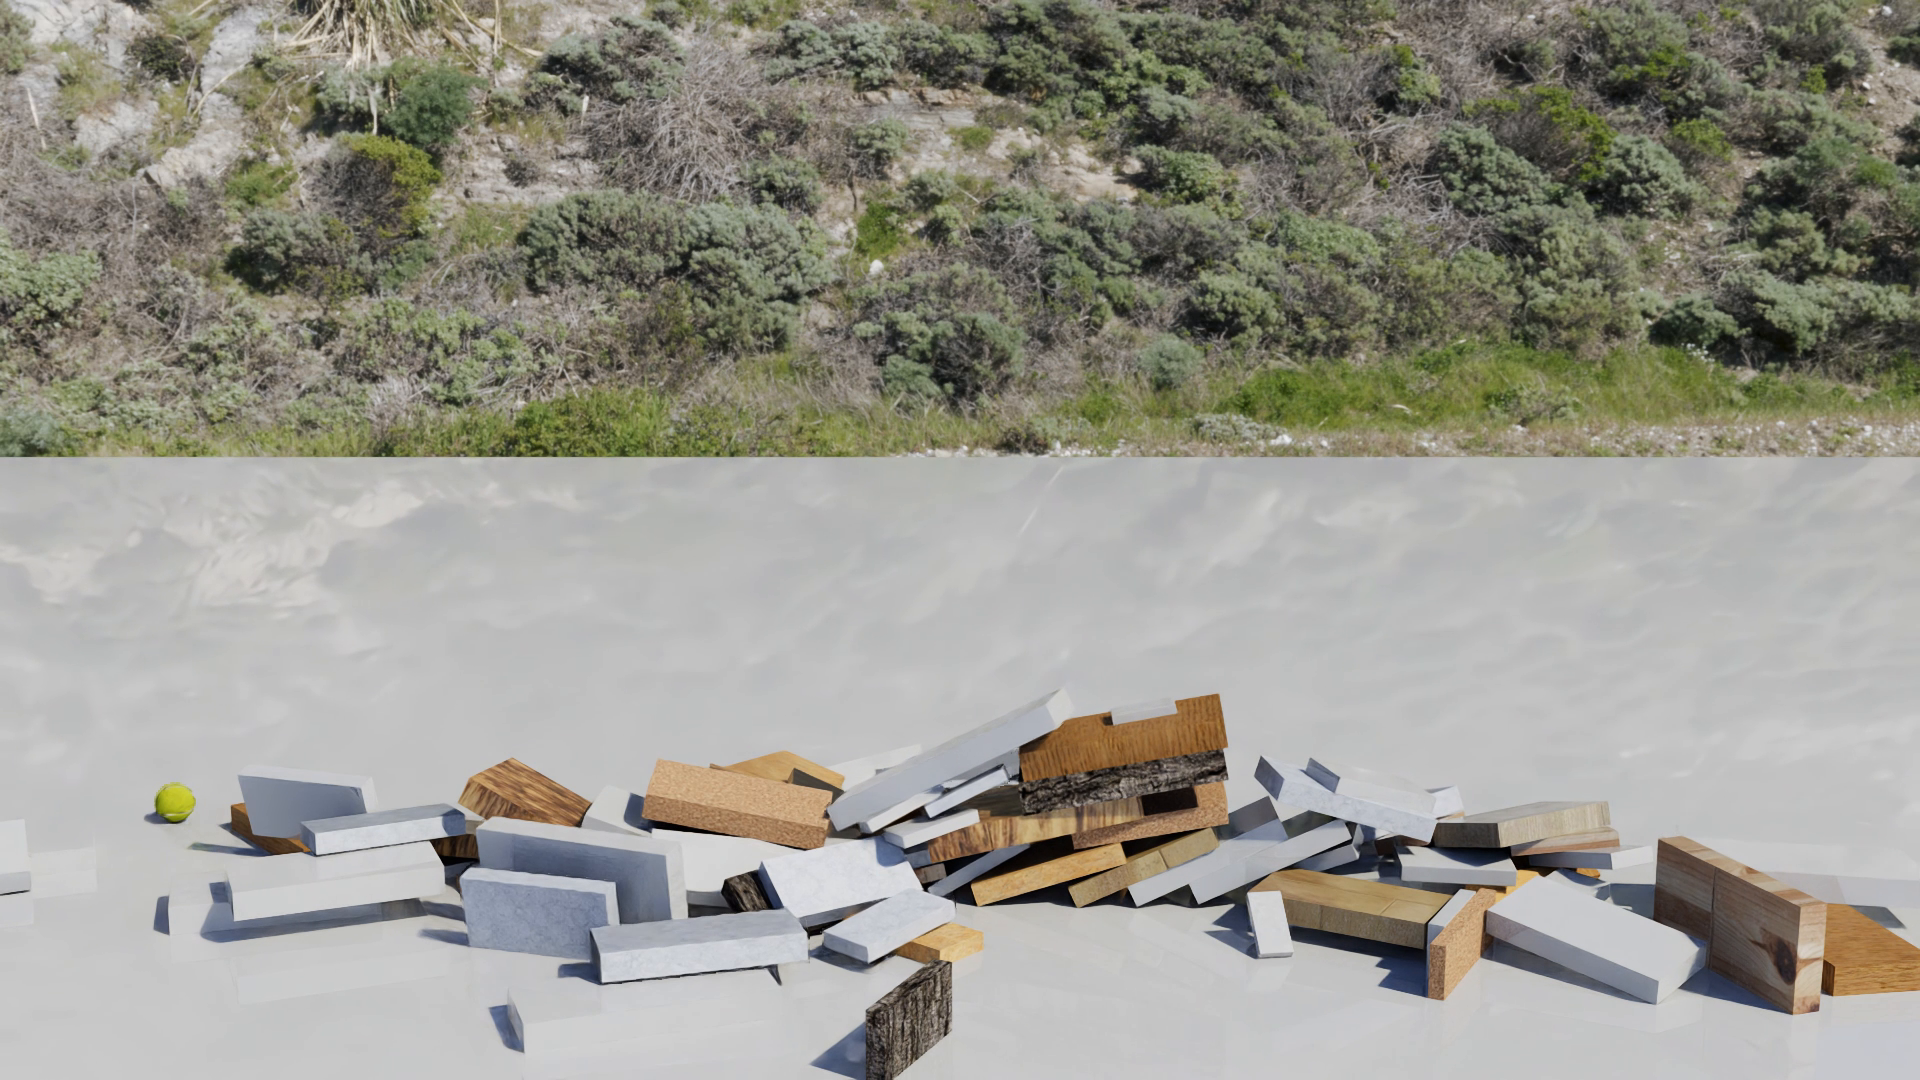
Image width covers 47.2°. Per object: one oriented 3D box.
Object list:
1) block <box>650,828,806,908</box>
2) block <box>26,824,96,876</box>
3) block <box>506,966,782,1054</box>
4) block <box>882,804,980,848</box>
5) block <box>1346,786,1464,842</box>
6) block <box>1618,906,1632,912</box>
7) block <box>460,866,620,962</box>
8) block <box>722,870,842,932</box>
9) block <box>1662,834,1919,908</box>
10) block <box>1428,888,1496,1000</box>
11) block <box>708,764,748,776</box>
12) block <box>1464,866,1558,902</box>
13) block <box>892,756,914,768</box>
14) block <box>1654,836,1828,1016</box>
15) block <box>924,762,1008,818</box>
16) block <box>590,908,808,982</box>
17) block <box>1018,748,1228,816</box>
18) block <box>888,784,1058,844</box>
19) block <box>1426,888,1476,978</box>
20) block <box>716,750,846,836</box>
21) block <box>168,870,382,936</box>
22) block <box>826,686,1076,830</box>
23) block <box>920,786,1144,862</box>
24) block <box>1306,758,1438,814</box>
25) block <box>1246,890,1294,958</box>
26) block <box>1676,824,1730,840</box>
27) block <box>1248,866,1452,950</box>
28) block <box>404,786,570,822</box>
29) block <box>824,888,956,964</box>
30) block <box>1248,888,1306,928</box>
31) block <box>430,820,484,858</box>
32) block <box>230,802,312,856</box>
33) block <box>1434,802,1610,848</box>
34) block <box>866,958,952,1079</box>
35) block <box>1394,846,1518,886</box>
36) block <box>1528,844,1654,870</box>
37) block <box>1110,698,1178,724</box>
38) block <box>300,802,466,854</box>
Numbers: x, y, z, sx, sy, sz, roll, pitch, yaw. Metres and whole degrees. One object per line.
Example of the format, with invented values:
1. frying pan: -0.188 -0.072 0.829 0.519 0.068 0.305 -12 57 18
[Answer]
1. block: -0.341 0.538 3.548 0.318 0.033 0.118 8 41 -15
2. block: -1.751 0.553 3.760 0.505 0.040 0.141 -4 11 -21
3. block: -0.454 0.663 3.160 0.368 0.042 0.150 -4 11 -20
4. block: -0.047 0.461 3.553 0.140 0.020 0.070 -16 11 -27
5. block: 0.710 0.491 3.813 0.288 0.041 0.144 -15 -5 -18
6. block: 1.011 0.616 3.460 0.091 0.026 0.182 3 11 15
7. block: -0.645 0.578 3.387 0.246 0.123 0.035 3 22 16
8. block: -0.248 0.564 3.505 0.236 0.033 0.118 -12 49 -33
9. block: 1.354 0.537 3.563 0.390 0.046 0.163 3 10 2
10. block: 0.762 0.610 3.332 0.024 0.084 0.275 6 12 28
11. block: -0.348 0.441 3.813 0.192 0.027 0.096 19 7 -7
12. block: 0.923 0.577 3.575 0.182 0.026 0.091 -5 35 -24
13. block: -0.023 0.460 4.287 0.205 0.029 0.103 5 12 27
14. block: 1.166 0.574 3.308 0.046 0.163 0.327 -4 11 -19
15. block: 0.011 0.405 3.558 0.139 0.020 0.070 -27 0 3
16. block: -0.390 0.601 3.268 0.301 0.043 0.151 -3 5 -15
17. block: 0.265 0.376 3.604 0.334 0.047 0.167 -11 10 4
18. block: 0.118 0.495 3.802 0.486 0.139 0.039 -2 11 -11
19. block: 0.751 0.603 3.362 0.025 0.087 0.174 6 12 28
20. block: -0.368 0.450 3.963 0.133 0.038 0.563 22 7 16
21. block: -1.118 0.580 3.596 0.324 0.046 0.162 -3 11 -17
22. block: -0.015 0.360 3.623 0.413 0.043 0.151 -27 0 16
23. block: 0.117 0.450 3.631 0.352 0.047 0.167 -12 10 -2
24. block: 0.673 0.402 3.602 0.194 0.028 0.097 14 9 -24
25. block: 0.480 0.596 3.412 0.053 0.015 0.106 -1 52 -8
26. block: 1.296 0.551 3.812 0.087 0.025 0.289 3 11 14
27. block: 0.616 0.578 3.472 0.288 0.041 0.144 6 12 29
28. block: -0.865 0.501 4.032 0.300 0.042 0.150 -2 11 -12
29. block: -0.108 0.595 3.405 0.096 0.027 0.192 10 21 42
30. block: 0.589 0.598 3.551 0.244 0.028 0.097 1 11 7
31. block: -0.796 0.515 3.766 0.283 0.040 0.141 1 1 23
32. block: -1.161 0.518 3.931 0.162 0.046 0.324 -9 14 -39
33. block: 0.933 0.471 3.650 0.278 0.039 0.139 -4 -3 -36
34. block: -0.068 0.659 3.016 0.029 0.103 0.205 5 12 25
35. block: 0.805 0.530 3.580 0.184 0.026 0.092 3 13 3
36. block: 1.028 0.516 3.592 0.092 0.026 0.184 -4 -3 -30
37. block: 0.303 0.282 3.634 0.106 0.015 0.053 -11 10 3
38. block: -0.965 0.482 3.676 0.246 0.035 0.123 -5 5 -28
